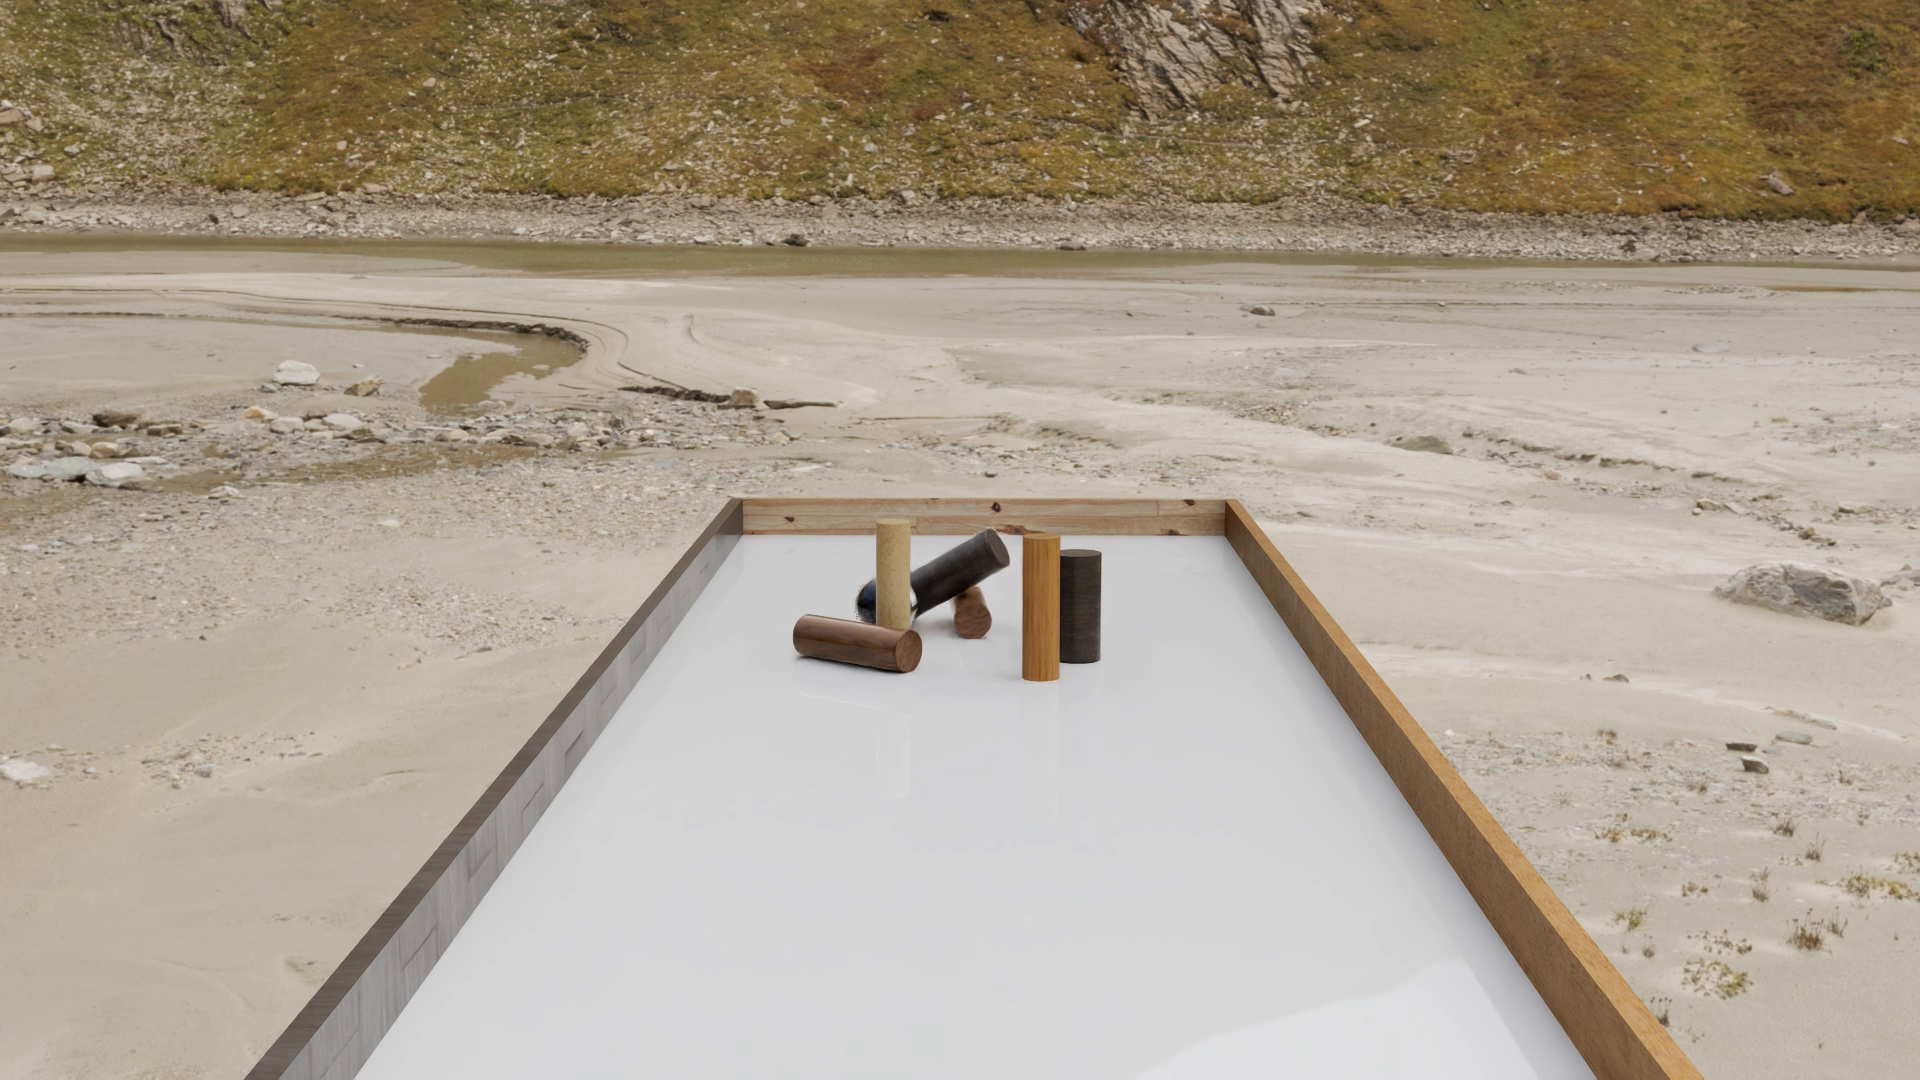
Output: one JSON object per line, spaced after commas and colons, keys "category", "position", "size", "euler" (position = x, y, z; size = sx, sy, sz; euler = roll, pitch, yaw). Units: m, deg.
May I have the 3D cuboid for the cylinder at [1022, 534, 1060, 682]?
{"category": "cylinder", "position": [0.237, 0.196, 6.427], "size": [0.110, 0.420, 0.110], "euler": [0, 9, 0]}

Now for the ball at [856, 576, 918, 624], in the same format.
{"category": "ball", "position": [-0.235, 0.209, 7.059], "size": [0.197, 0.197, 0.197], "euler": [0, 9, 0]}

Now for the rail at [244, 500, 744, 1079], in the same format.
{"category": "rail", "position": [-1.004, 0.839, 3.234], "size": [0.050, 0.150, 12.000], "euler": [0, 9, 1]}

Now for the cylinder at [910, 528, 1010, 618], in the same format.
{"category": "cylinder", "position": [-0.047, 0.122, 7.175], "size": [0.418, 0.138, 0.138], "euler": [-30, -1, 19]}

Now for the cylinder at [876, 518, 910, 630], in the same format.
{"category": "cylinder", "position": [-0.202, 0.153, 6.680], "size": [0.105, 0.424, 0.105], "euler": [0, 10, 0]}

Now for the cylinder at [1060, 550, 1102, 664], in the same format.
{"category": "cylinder", "position": [0.357, 0.201, 6.692], "size": [0.147, 0.328, 0.147], "euler": [0, 9, 0]}

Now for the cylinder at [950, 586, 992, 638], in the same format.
{"category": "cylinder", "position": [0.032, 0.229, 7.180], "size": [0.120, 0.120, 0.352], "euler": [0, 9, -3]}

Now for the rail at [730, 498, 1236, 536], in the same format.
{"category": "rail", "position": [0.099, -0.098, 9.147], "size": [2.100, 0.150, 0.050], "euler": [0, 9, 1]}

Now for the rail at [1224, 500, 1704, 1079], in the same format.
{"category": "rail", "position": [1.046, 0.843, 3.208], "size": [0.050, 0.150, 12.000], "euler": [0, 9, 1]}

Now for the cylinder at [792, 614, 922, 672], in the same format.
{"category": "cylinder", "position": [-0.312, 0.310, 6.645], "size": [0.408, 0.127, 0.127], "euler": [7, 11, 37]}
